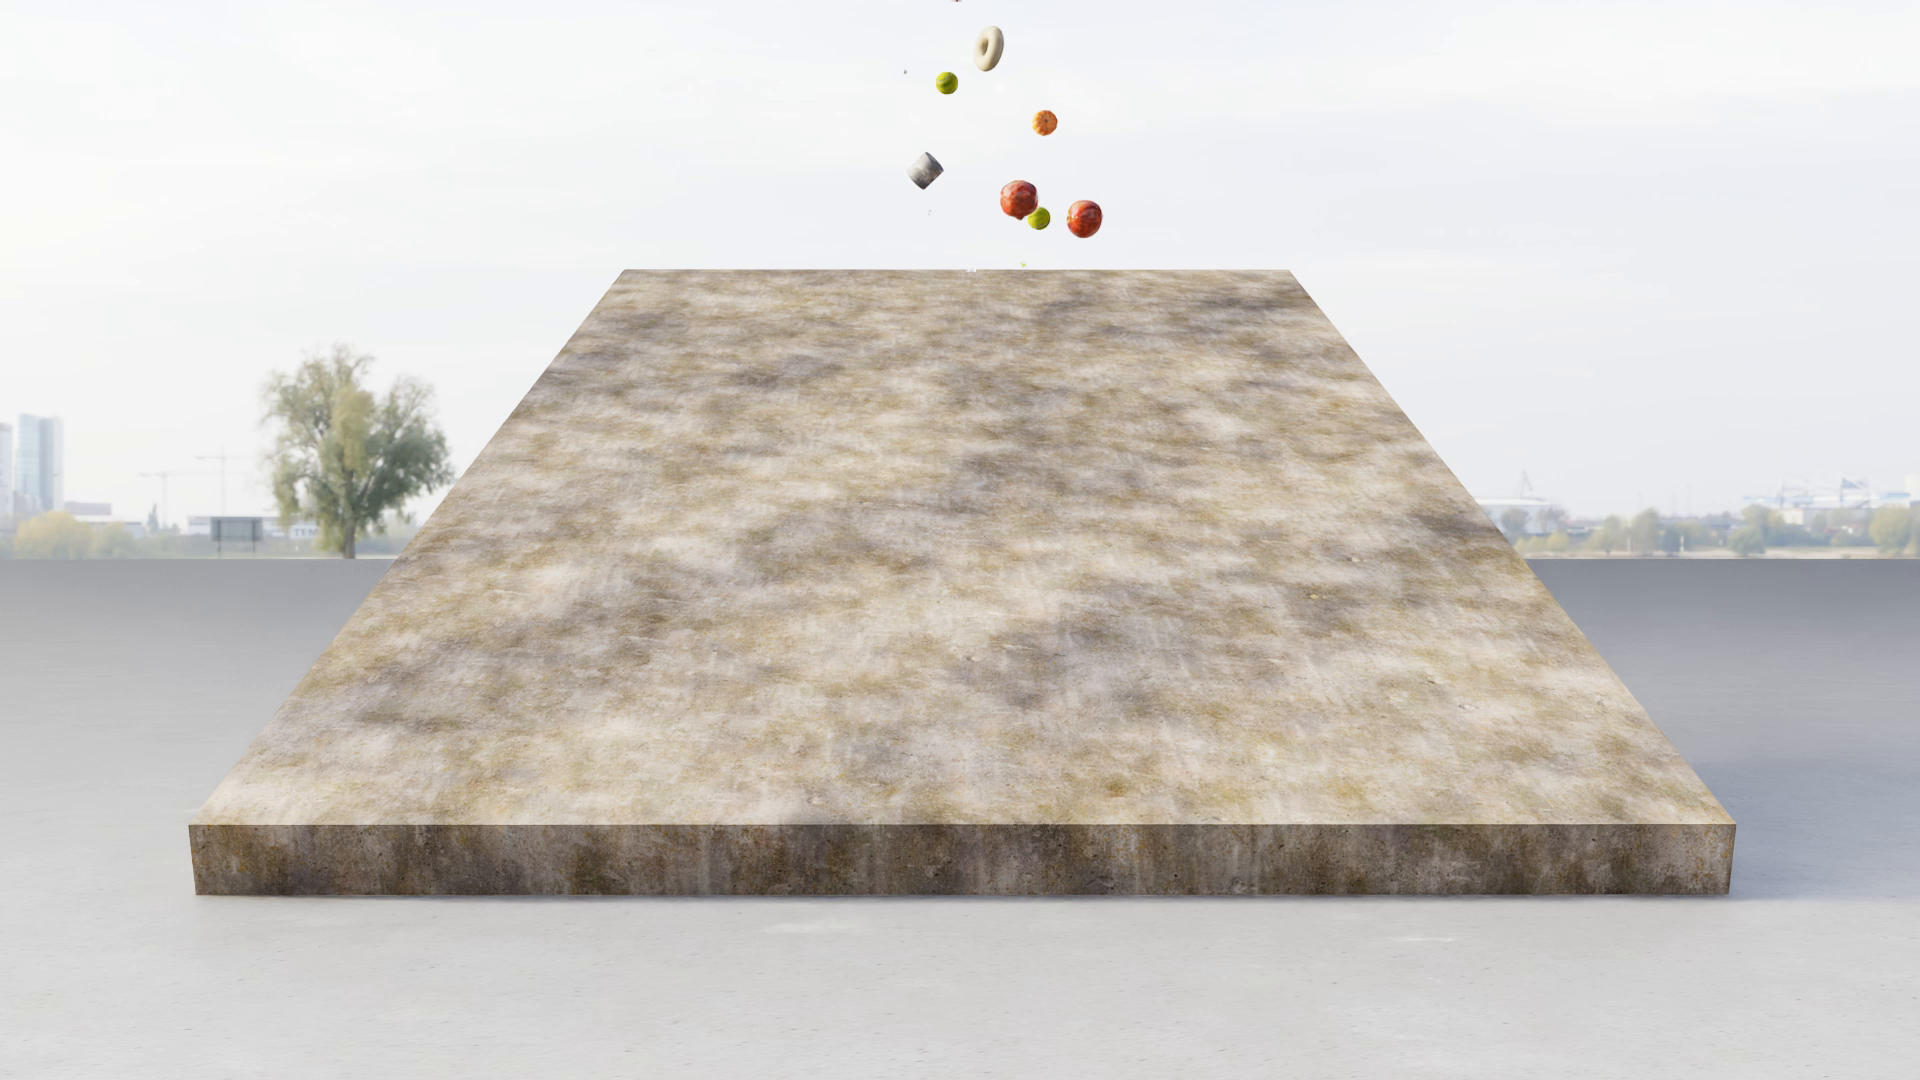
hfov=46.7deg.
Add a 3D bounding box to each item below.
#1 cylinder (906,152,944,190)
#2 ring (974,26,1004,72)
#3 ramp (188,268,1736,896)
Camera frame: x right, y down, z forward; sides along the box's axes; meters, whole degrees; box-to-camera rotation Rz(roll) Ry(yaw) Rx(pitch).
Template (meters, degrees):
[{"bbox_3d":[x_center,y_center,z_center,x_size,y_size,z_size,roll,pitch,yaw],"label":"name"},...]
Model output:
[{"bbox_3d":[-0.099,-1.044,6.290,0.077,0.077,0.077,-41,-15,18],"label":"cylinder"},{"bbox_3d":[0.084,-1.434,6.491,0.045,0.136,0.136,9,-4,-28],"label":"ring"},{"bbox_3d":[-0.003,-0.176,4.799,2.000,0.100,4.000,0,17,0],"label":"ramp"}]
